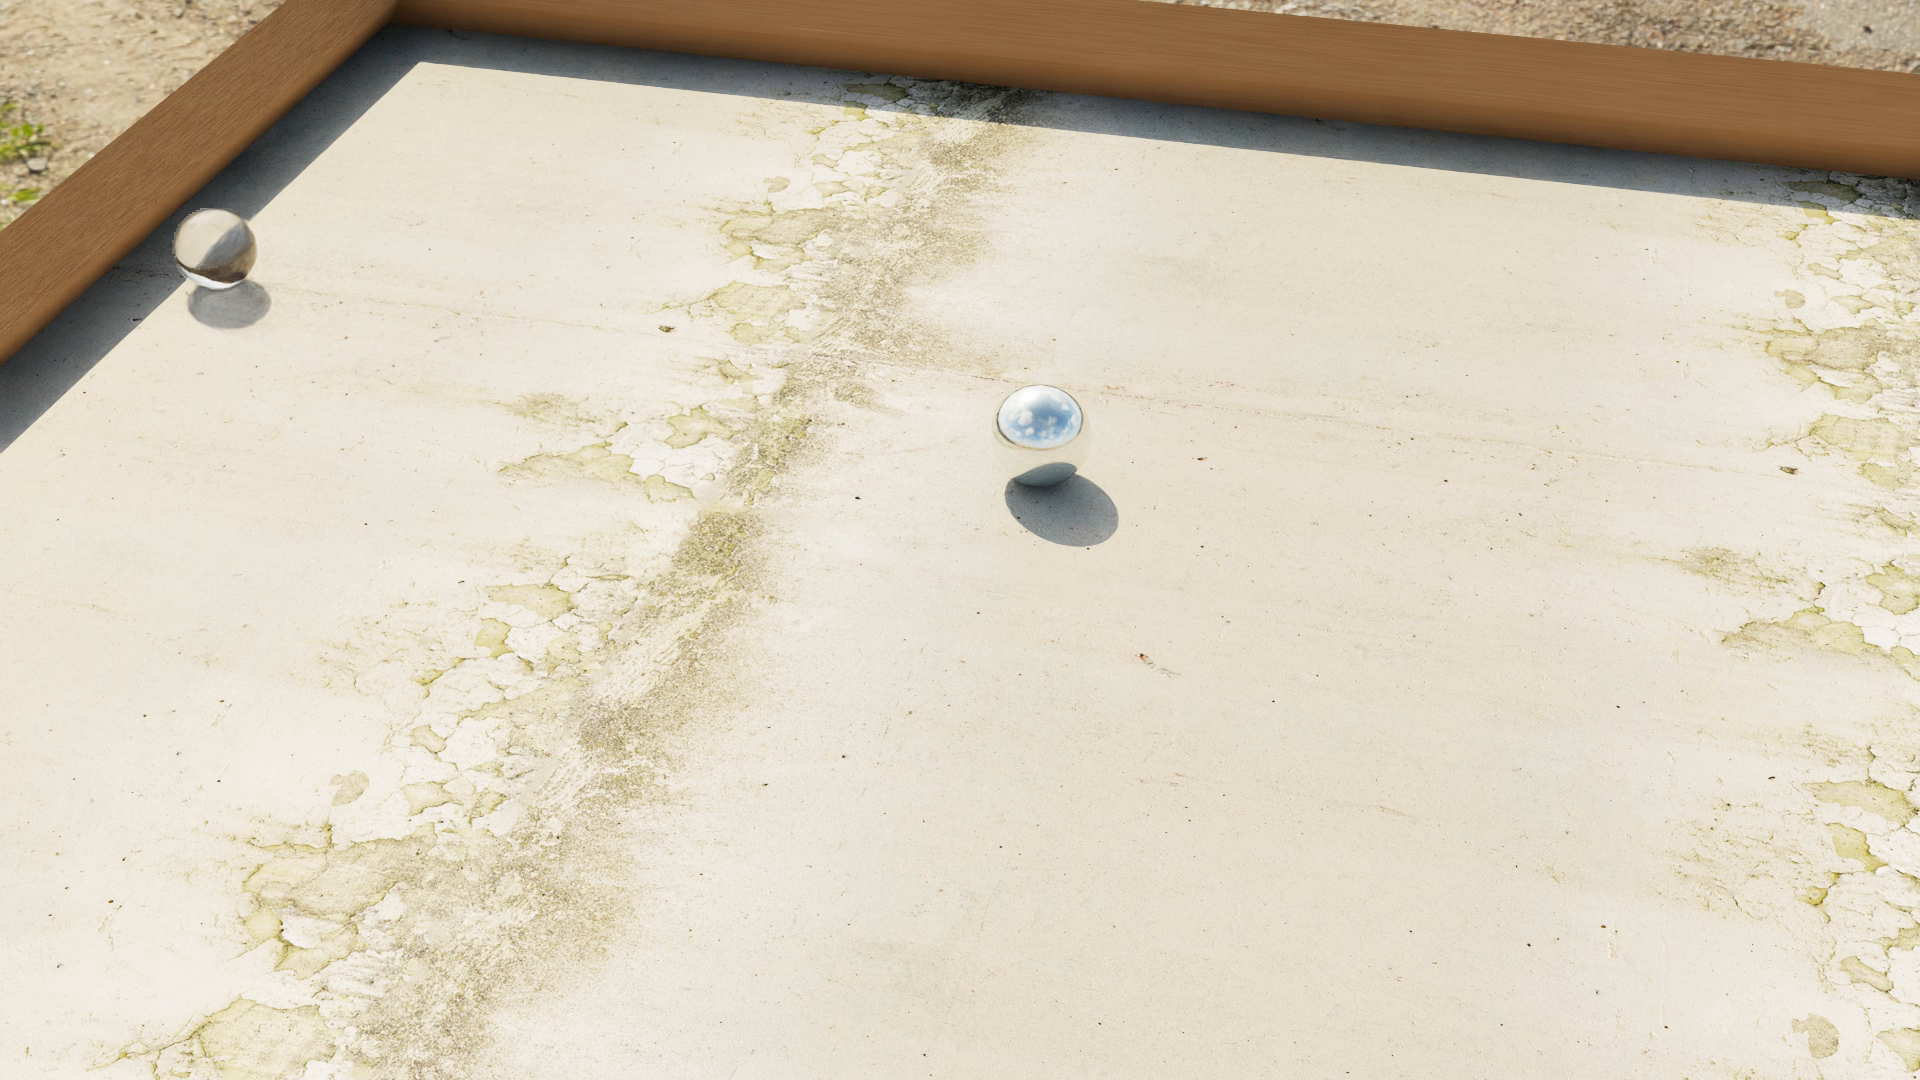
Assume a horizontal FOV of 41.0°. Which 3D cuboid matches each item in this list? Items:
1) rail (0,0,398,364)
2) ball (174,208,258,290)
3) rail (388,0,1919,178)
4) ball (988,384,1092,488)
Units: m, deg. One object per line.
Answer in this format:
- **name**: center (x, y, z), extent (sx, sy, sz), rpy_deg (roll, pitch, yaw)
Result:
- **rail**: center (-0.872, -0.136, 2.175), extent (0.045, 0.112, 1.892), rpy_deg (8, 35, 12)
- **ball**: center (-0.701, -0.274, 2.417), extent (0.075, 0.075, 0.075), rpy_deg (0, 34, 0)
- **rail**: center (1.121, -0.385, 2.548), extent (3.693, 0.112, 0.045), rpy_deg (8, 35, 12)
- **ball**: center (0.066, -0.087, 2.127), extent (0.086, 0.086, 0.086), rpy_deg (0, 34, 0)
